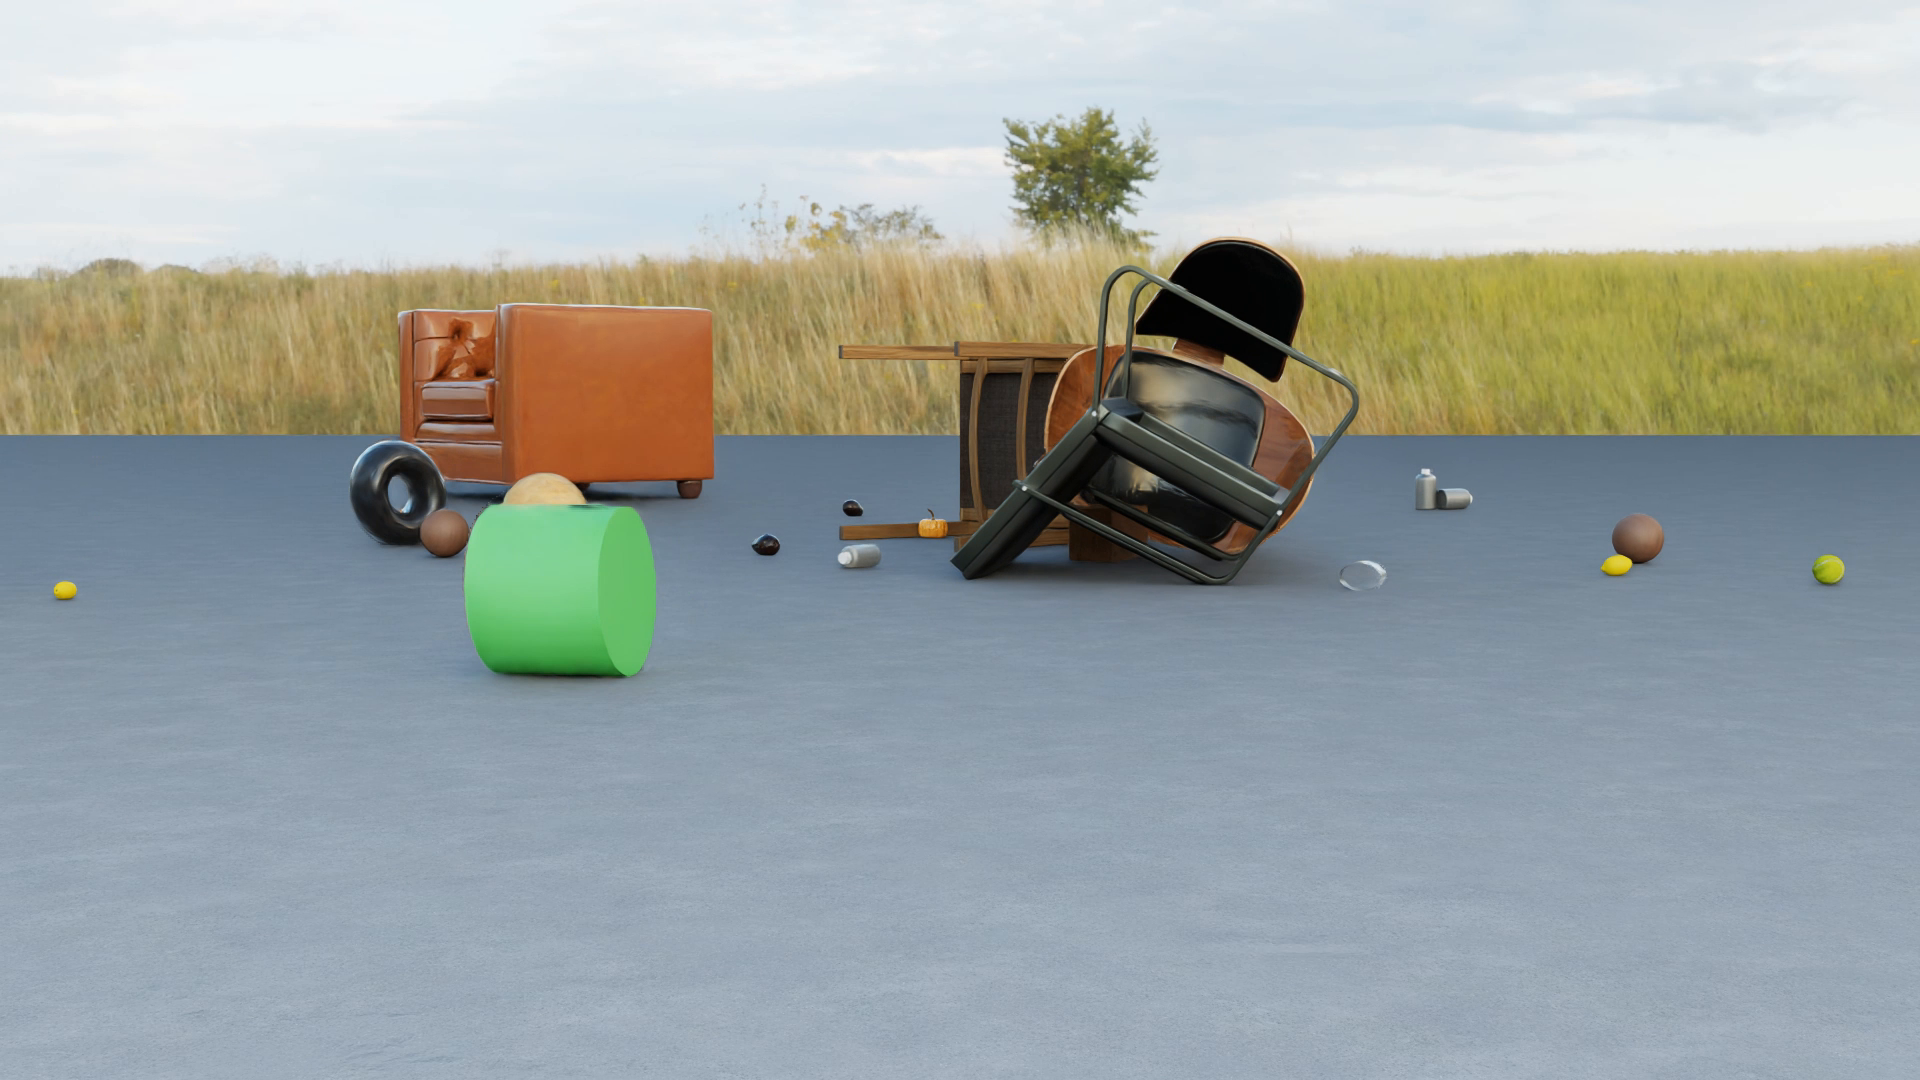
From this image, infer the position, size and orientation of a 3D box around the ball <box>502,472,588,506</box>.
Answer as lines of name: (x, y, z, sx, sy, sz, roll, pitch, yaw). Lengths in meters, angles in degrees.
ball: (-1.101, -0.065, 5.832, 0.228, 0.228, 0.228, 0, 4, 0)

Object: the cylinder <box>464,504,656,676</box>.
cylinder: (-0.620, 0.079, 3.442, 0.211, 0.255, 0.290, 1, -34, 10)

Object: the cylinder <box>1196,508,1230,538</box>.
cylinder: (0.766, -0.048, 6.650, 0.093, 0.082, 0.043, 18, 35, 16)

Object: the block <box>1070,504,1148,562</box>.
block: (0.394, -0.020, 5.827, 0.124, 0.138, 0.206, 2, 5, 31)

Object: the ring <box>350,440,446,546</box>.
ring: (-1.615, -0.134, 6.318, 0.265, 0.311, 0.169, -25, 17, -36)
